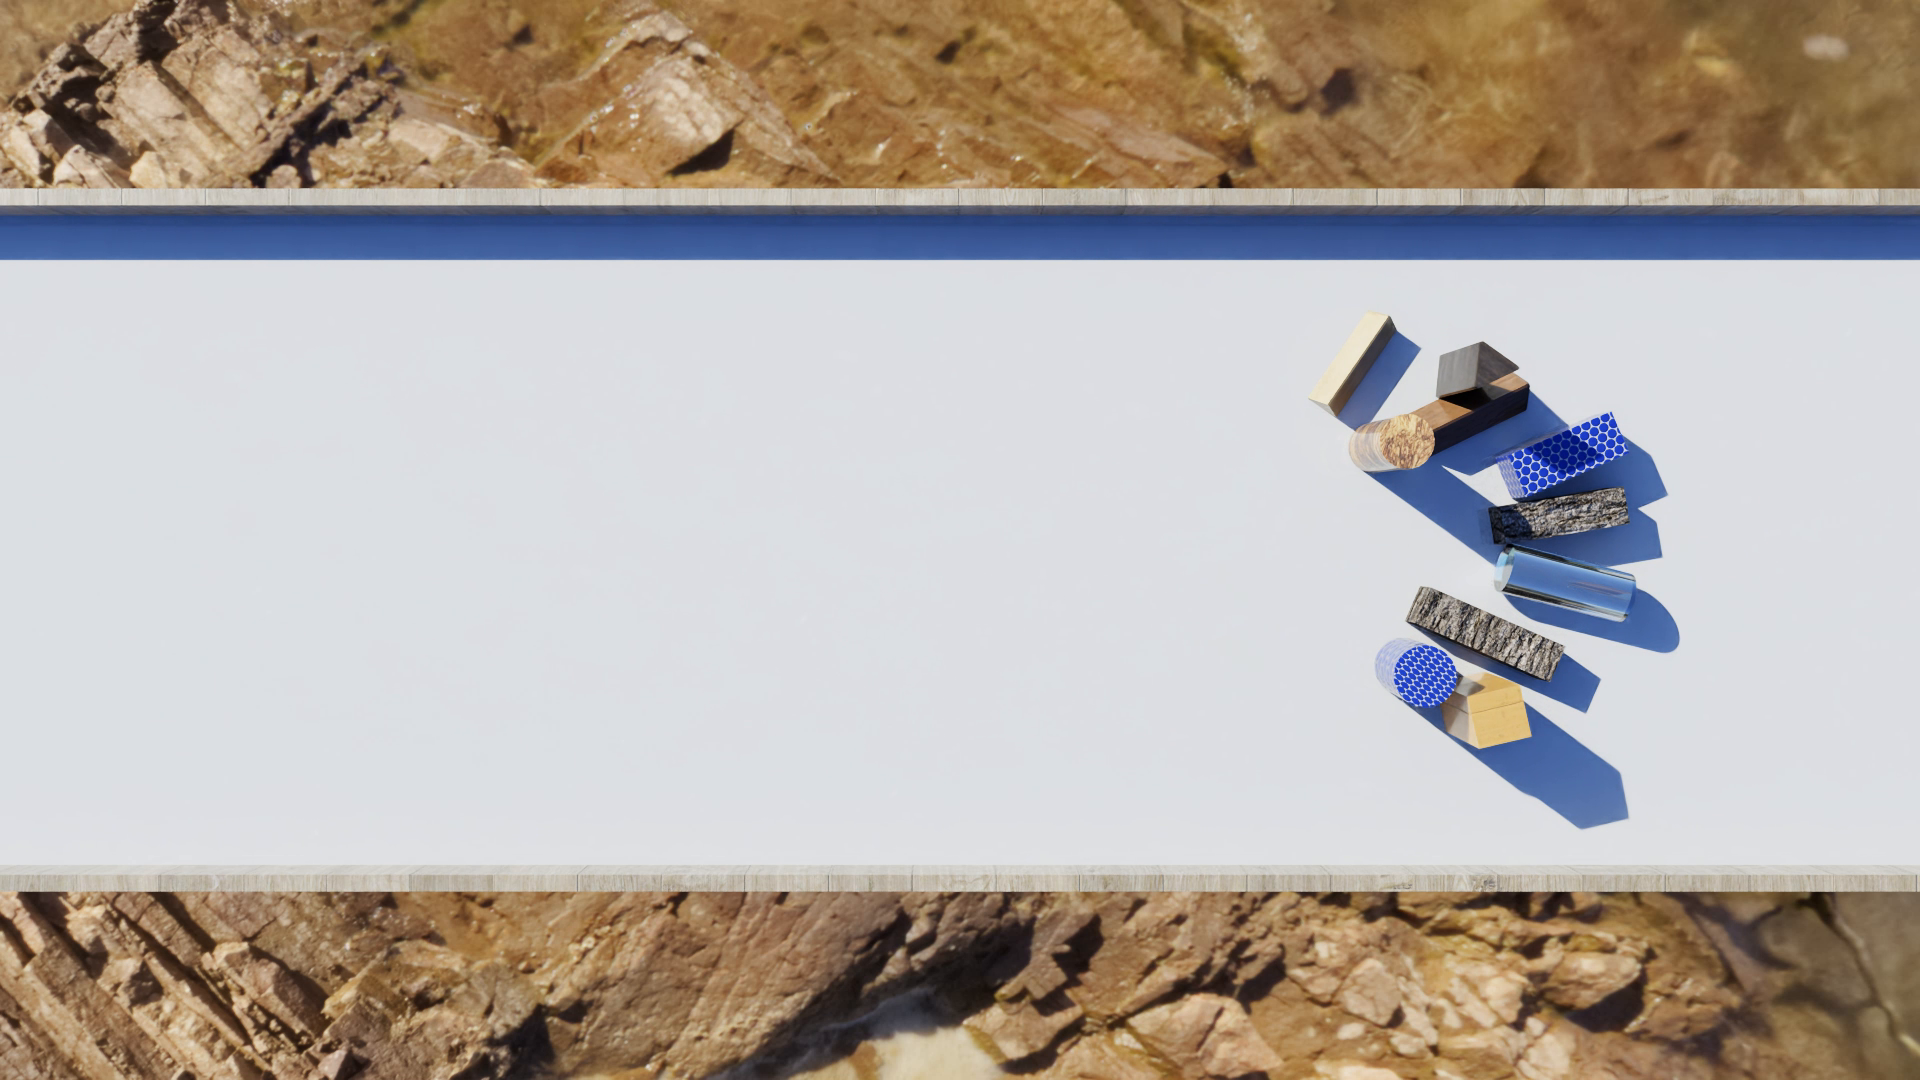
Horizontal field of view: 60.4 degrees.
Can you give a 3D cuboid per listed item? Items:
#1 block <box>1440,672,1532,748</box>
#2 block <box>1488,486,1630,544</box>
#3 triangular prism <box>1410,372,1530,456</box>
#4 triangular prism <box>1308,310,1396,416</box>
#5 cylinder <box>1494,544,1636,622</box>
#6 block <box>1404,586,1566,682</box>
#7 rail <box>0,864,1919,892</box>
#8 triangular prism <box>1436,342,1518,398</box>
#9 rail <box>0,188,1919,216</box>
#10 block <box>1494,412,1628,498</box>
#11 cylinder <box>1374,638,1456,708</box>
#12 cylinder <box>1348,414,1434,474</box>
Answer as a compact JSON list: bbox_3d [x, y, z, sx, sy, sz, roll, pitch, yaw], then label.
[{"bbox_3d":[1.556,0.504,4.917,0.155,0.313,0.155,-13,92,0],"label":"block"},{"bbox_3d":[1.821,-0.074,5.020,0.377,0.113,0.113,-10,90,0],"label":"block"},{"bbox_3d":[1.555,-0.392,5.010,0.341,0.126,0.145,-26,90,0],"label":"triangular prism"},{"bbox_3d":[1.206,-0.542,5.028,0.105,0.091,0.328,35,90,0],"label":"triangular prism"},{"bbox_3d":[1.832,0.130,5.000,0.376,0.154,0.154,14,90,0],"label":"cylinder"},{"bbox_3d":[1.595,0.284,5.018,0.443,0.117,0.117,24,90,0],"label":"block"},{"bbox_3d":[-2.247,1.025,5.001,12.000,0.150,0.050,0,90,0],"label":"rail"},{"bbox_3d":[1.504,-0.515,4.881,0.133,0.390,0.115,-25,91,0],"label":"triangular prism"},{"bbox_3d":[-2.247,-1.025,5.002,12.000,0.150,0.050,0,90,0],"label":"rail"},{"bbox_3d":[1.824,-0.257,5.009,0.335,0.135,0.135,-23,90,0],"label":"block"},{"bbox_3d":[1.350,0.390,4.902,0.178,0.334,0.178,0,91,5],"label":"cylinder"},{"bbox_3d":[1.270,-0.282,4.876,0.156,0.400,0.156,0,91,1],"label":"cylinder"}]
